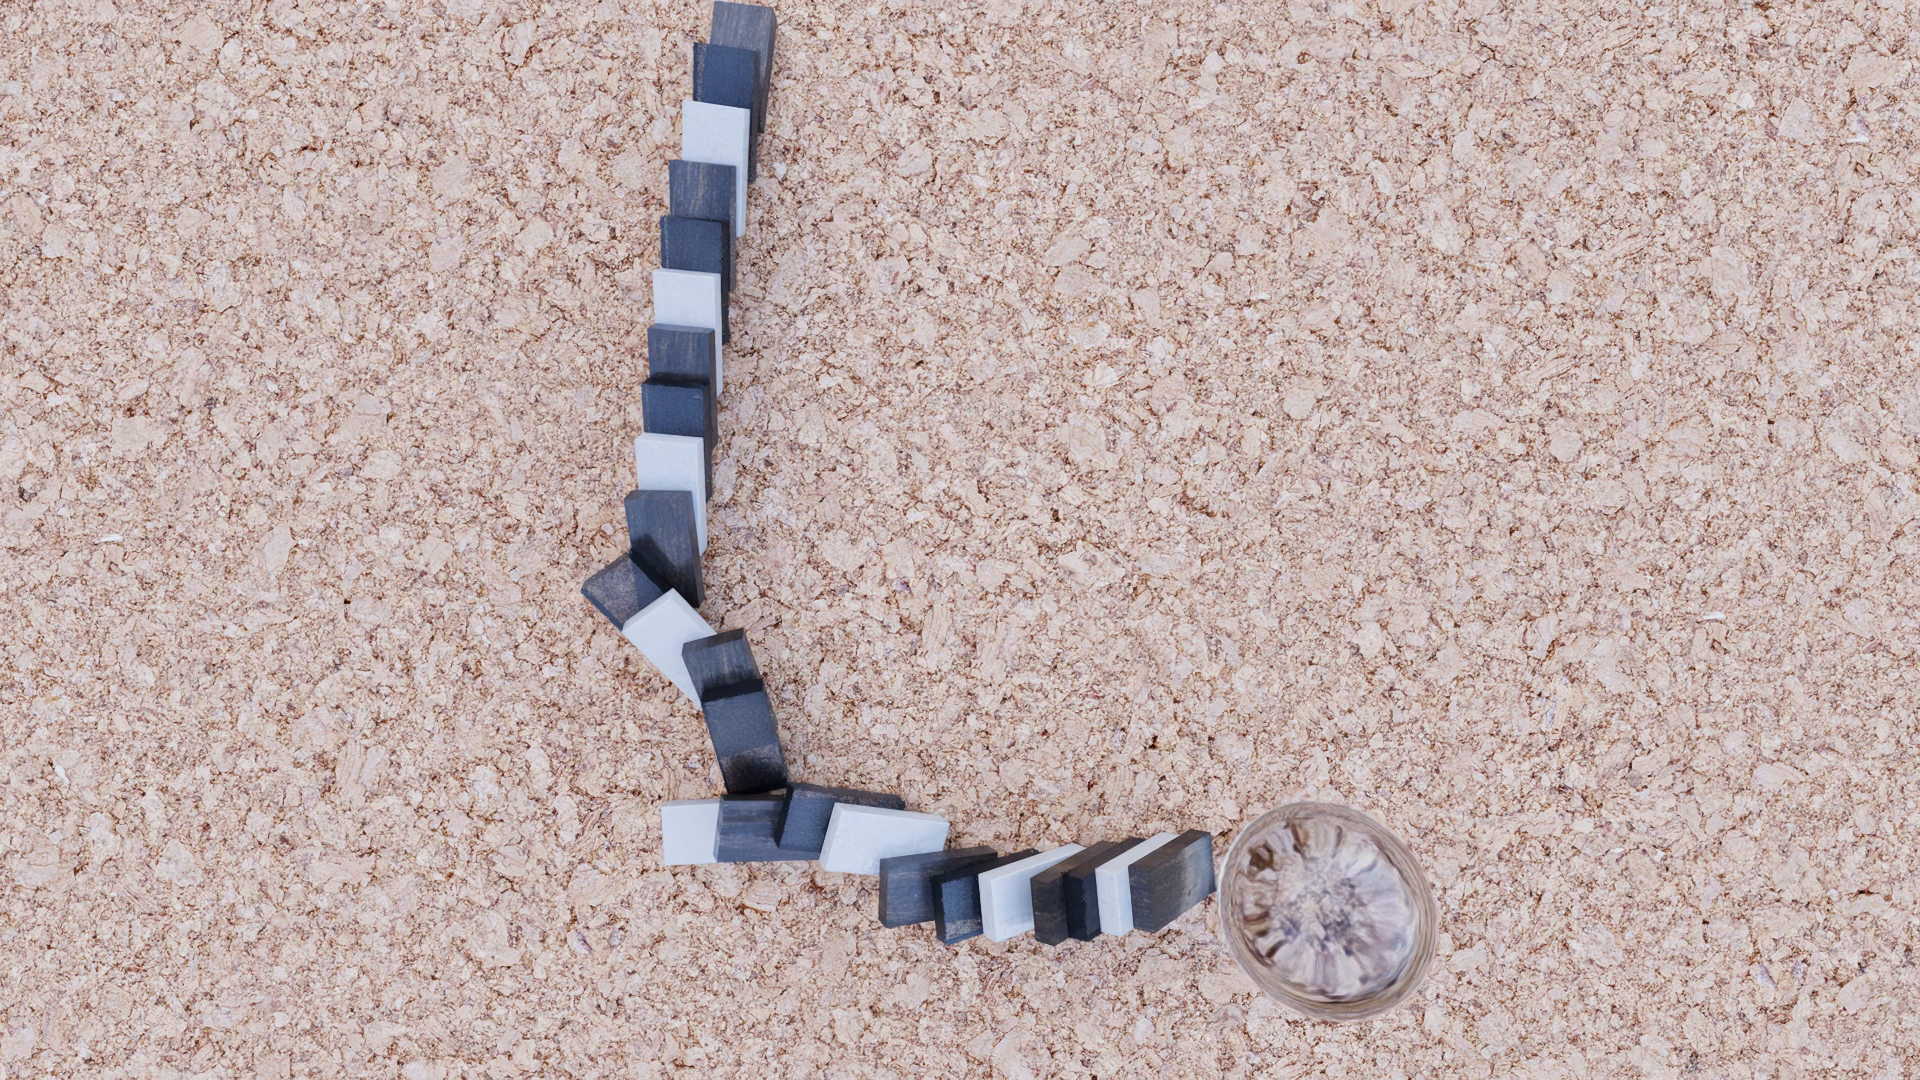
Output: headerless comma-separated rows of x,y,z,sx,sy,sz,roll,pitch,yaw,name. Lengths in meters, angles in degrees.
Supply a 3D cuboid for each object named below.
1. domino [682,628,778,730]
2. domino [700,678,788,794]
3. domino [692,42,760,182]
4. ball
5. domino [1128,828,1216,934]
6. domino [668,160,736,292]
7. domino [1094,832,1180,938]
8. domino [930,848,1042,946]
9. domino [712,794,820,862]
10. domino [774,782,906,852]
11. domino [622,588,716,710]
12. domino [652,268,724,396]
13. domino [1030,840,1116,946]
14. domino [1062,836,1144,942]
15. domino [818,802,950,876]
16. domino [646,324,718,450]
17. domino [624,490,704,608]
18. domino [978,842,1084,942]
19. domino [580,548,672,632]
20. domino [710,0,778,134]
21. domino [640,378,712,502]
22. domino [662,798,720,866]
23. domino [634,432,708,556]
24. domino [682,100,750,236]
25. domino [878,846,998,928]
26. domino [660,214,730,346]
-0.096,0.063,0.384,0.025,0.010,0.050,-15,116,-4,domino
-0.090,0.084,0.384,0.025,0.010,0.050,-11,115,-5,domino
-0.098,-0.179,0.385,0.025,0.009,0.050,8,114,-1,domino
0.143,0.144,0.360,0.080,0.080,0.080,0,90,0,ball
0.088,0.140,0.379,0.010,0.050,0.025,-5,90,43,domino
-0.108,-0.132,0.386,0.025,0.009,0.050,6,114,0,domino
0.075,0.141,0.379,0.010,0.050,0.025,-5,90,43,domino
0.013,0.149,0.384,0.050,0.009,0.025,-5,90,-29,domino
-0.076,0.121,0.385,0.050,0.009,0.025,8,88,-25,domino
-0.050,0.118,0.385,0.050,0.010,0.025,15,90,-25,domino
-0.114,0.047,0.384,0.025,0.009,0.050,-34,115,6,domino
-0.114,-0.087,0.385,0.025,0.009,0.050,6,115,1,domino
0.049,0.145,0.379,0.009,0.050,0.025,-5,90,43,domino
0.062,0.143,0.379,0.010,0.050,0.025,-5,90,43,domino
-0.031,0.127,0.384,0.050,0.009,0.025,16,90,-26,domino
-0.116,-0.064,0.385,0.025,0.010,0.050,5,115,0,domino
-0.124,0.004,0.385,0.025,0.010,0.050,1,115,0,domino
0.032,0.146,0.383,0.050,0.009,0.025,-5,90,-33,domino
-0.130,0.030,0.384,0.025,0.009,0.050,-34,116,5,domino
-0.095,-0.204,0.395,0.025,0.010,0.050,7,90,0,domino
-0.118,-0.041,0.385,0.025,0.010,0.050,5,115,0,domino
-0.102,0.125,0.395,0.050,0.009,0.025,-3,90,0,domino
-0.121,-0.019,0.385,0.025,0.010,0.050,5,115,0,domino
-0.103,-0.156,0.385,0.025,0.009,0.050,8,114,-1,domino
-0.009,0.145,0.385,0.050,0.010,0.025,2,90,-26,domino
-0.111,-0.109,0.385,0.025,0.010,0.050,6,114,0,domino
